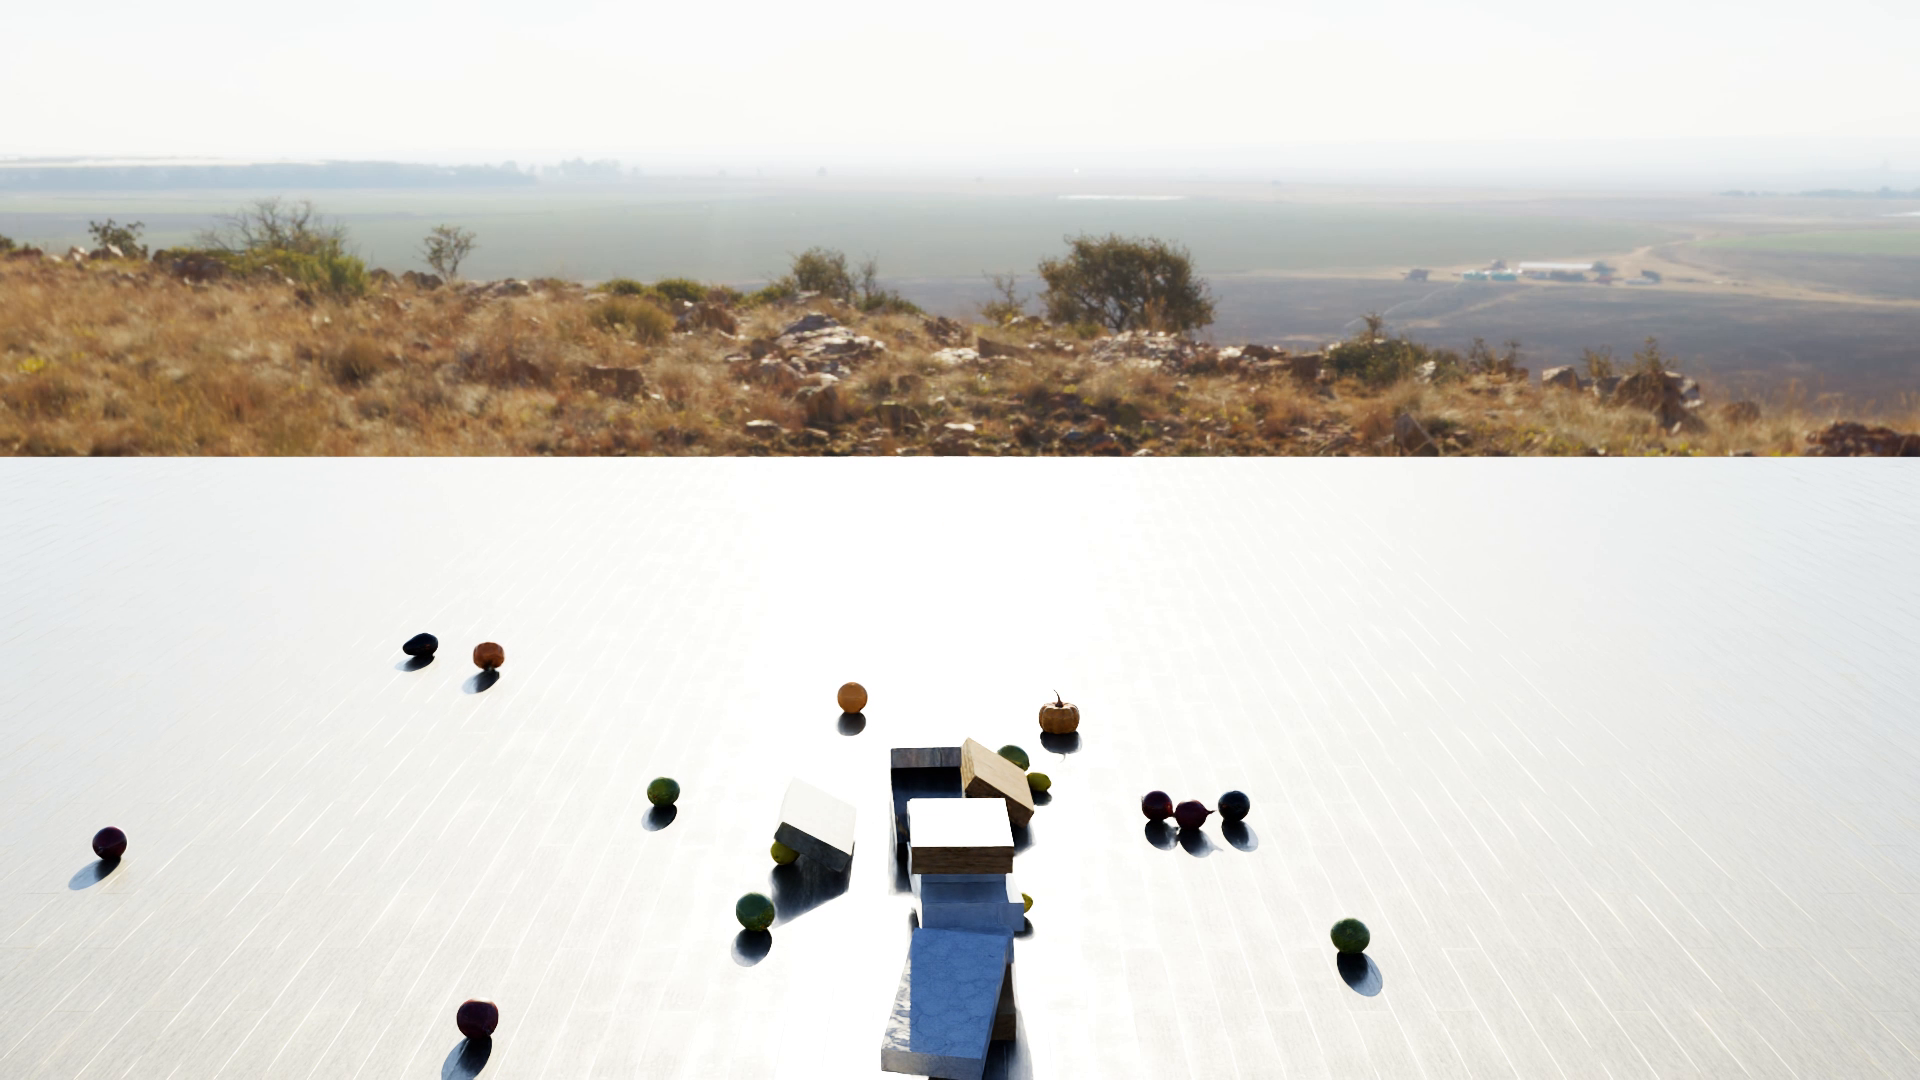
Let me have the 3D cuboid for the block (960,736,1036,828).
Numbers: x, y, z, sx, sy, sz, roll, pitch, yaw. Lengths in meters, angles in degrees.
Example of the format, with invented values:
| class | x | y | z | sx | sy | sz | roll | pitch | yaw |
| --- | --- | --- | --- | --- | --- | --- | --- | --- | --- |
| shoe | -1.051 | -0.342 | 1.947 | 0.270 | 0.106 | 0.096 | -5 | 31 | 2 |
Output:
| class | x | y | z | sx | sy | sz | roll | pitch | yaw |
| --- | --- | --- | --- | --- | --- | --- | --- | --- | --- |
| block | 0.066 | 0.452 | 4.128 | 0.132 | 0.037 | 0.264 | 32 | 7 | -8 |

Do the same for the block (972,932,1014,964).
| class | x | y | z | sx | sy | sz | roll | pitch | yaw |
| --- | --- | --- | --- | --- | --- | --- | --- | --- | --- |
| block | 0.013 | 0.591 | 3.356 | 0.137 | 0.039 | 0.274 | 0 | 4 | 1 |

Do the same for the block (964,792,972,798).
| class | x | y | z | sx | sy | sz | roll | pitch | yaw |
| --- | --- | --- | --- | --- | --- | --- | --- | --- | --- |
| block | -0.020 | 0.487 | 4.123 | 0.131 | 0.037 | 0.262 | 0 | 11 | -3 |

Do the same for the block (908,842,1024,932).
| class | x | y | z | sx | sy | sz | roll | pitch | yaw |
| --- | --- | --- | --- | --- | --- | --- | --- | --- | --- |
| block | 0.003 | 0.542 | 3.468 | 0.153 | 0.043 | 0.441 | 0 | 4 | -4 |

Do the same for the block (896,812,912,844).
| class | x | y | z | sx | sy | sz | roll | pitch | yaw |
| --- | --- | --- | --- | --- | --- | --- | --- | --- | --- |
| block | -0.047 | 0.523 | 3.804 | 0.077 | 0.022 | 0.155 | -11 | 34 | -20 |

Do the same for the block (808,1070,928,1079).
| class | x | y | z | sx | sy | sz | roll | pitch | yaw |
| --- | --- | --- | --- | --- | --- | --- | --- | --- | --- |
| block | -0.139 | 0.743 | 2.724 | 0.153 | 0.043 | 0.305 | 2 | 11 | 8 |

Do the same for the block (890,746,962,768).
| class | x | y | z | sx | sy | sz | roll | pitch | yaw |
| --- | --- | --- | --- | --- | --- | --- | --- | --- | --- |
| block | -0.067 | 0.415 | 4.163 | 0.131 | 0.037 | 0.262 | -1 | -8 | -2 |

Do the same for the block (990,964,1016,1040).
| class | x | y | z | sx | sy | sz | roll | pitch | yaw |
| --- | --- | --- | --- | --- | --- | --- | --- | --- | --- |
| block | 0.007 | 0.656 | 3.208 | 0.137 | 0.039 | 0.274 | 0 | 11 | -1 |

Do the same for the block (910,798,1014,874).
| class | x | y | z | sx | sy | sz | roll | pitch | yaw |
| --- | --- | --- | --- | --- | --- | --- | --- | --- | --- |
| block | 0.000 | 0.461 | 3.438 | 0.153 | 0.043 | 0.305 | 0 | 6 | -1 |

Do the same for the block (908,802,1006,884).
| class | x | y | z | sx | sy | sz | roll | pitch | yaw |
| --- | --- | --- | --- | --- | --- | --- | --- | --- | --- |
| block | -0.009 | 0.486 | 3.571 | 0.132 | 0.037 | 0.386 | -1 | 6 | -4 |

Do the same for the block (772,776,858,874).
| class | x | y | z | sx | sy | sz | roll | pitch | yaw |
| --- | --- | --- | --- | --- | --- | --- | --- | --- | --- |
| block | -0.254 | 0.501 | 3.891 | 0.132 | 0.037 | 0.264 | 27 | 9 | -5 |

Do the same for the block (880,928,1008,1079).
| class | x | y | z | sx | sy | sz | roll | pitch | yaw |
| --- | --- | --- | --- | --- | --- | --- | --- | --- | --- |
| block | -0.019 | 0.643 | 3.063 | 0.137 | 0.039 | 0.274 | 4 | 26 | 8 |

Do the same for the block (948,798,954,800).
| class | x | y | z | sx | sy | sz | roll | pitch | yaw |
| --- | --- | --- | --- | --- | --- | --- | --- | --- | --- |
| block | -0.025 | 0.493 | 3.769 | 0.077 | 0.022 | 0.155 | -6 | 23 | -17 |

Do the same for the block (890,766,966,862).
| class | x | y | z | sx | sy | sz | roll | pitch | yaw |
| --- | --- | --- | --- | --- | --- | --- | --- | --- | --- |
| block | -0.055 | 0.490 | 3.949 | 0.131 | 0.037 | 0.262 | -1 | 24 | -5 |
